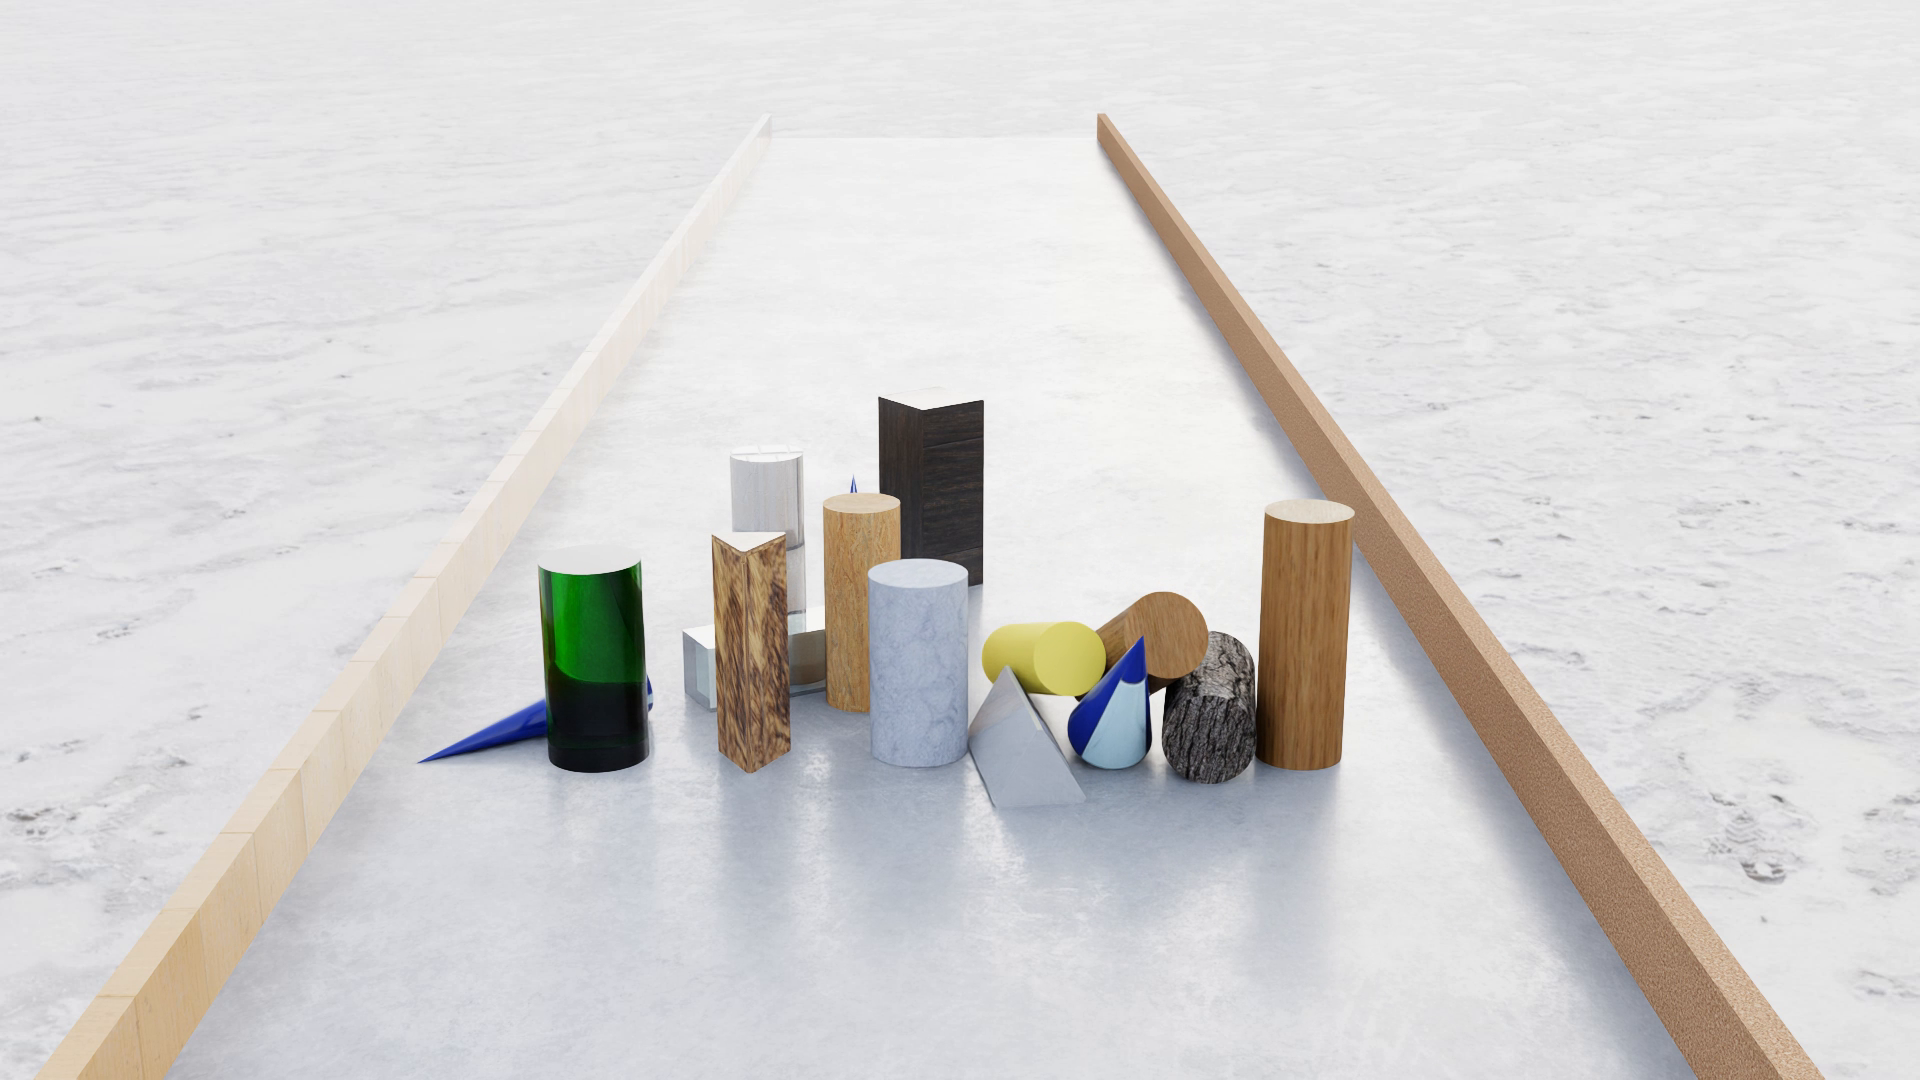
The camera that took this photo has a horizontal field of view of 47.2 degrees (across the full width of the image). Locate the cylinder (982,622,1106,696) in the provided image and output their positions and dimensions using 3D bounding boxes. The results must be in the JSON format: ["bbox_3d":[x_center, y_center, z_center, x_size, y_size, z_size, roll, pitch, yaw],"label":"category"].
[{"bbox_3d":[0.149,0.218,4.049,0.132,0.132,0.394,-4,-2,-13],"label":"cylinder"}]

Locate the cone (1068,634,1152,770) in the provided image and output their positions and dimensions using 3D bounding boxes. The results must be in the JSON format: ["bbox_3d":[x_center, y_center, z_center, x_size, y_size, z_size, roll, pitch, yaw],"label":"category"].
[{"bbox_3d":[0.284,0.247,3.753,0.154,0.354,0.154,3,58,-5],"label":"cone"}]

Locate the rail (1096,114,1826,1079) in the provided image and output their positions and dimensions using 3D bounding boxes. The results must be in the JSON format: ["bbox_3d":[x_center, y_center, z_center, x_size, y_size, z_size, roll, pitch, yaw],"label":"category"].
[{"bbox_3d":[0.932,-0.844,7.801,0.050,0.150,12.000,0,17,-1],"label":"rail"}]

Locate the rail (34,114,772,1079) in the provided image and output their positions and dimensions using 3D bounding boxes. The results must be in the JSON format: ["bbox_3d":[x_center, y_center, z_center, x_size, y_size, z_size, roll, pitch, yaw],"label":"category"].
[{"bbox_3d":[-1.118,-0.838,7.780,0.050,0.150,12.000,0,17,-1],"label":"rail"}]

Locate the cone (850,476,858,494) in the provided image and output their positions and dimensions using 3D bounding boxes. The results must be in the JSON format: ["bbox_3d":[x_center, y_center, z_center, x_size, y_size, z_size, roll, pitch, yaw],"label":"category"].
[{"bbox_3d":[-0.224,0.006,4.668,0.116,0.308,0.116,0,17,0],"label":"cone"}]

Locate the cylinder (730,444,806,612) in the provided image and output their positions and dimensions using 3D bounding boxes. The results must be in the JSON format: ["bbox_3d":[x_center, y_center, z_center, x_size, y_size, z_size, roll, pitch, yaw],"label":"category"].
[{"bbox_3d":[-0.380,0.032,4.372,0.145,0.425,0.145,0,17,0],"label":"cylinder"}]

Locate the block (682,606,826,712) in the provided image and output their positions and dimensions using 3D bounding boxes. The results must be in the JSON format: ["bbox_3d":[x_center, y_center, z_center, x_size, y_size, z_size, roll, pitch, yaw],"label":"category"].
[{"bbox_3d":[-0.339,0.223,4.255,0.370,0.127,0.127,-9,19,-28],"label":"block"}]

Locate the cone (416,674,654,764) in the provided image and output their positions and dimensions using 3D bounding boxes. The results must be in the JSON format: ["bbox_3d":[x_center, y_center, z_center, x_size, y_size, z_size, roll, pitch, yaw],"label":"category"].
[{"bbox_3d":[-0.785,0.332,4.008,0.447,0.118,0.118,-20,24,-31],"label":"cone"}]

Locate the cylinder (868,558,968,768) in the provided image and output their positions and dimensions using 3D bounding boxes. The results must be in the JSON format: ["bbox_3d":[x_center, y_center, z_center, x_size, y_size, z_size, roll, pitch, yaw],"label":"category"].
[{"bbox_3d":[-0.074,0.217,3.912,0.176,0.331,0.176,0,16,0],"label":"cylinder"}]

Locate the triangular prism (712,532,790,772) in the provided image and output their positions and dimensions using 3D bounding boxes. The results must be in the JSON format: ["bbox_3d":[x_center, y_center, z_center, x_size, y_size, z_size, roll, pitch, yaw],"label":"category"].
[{"bbox_3d":[-0.353,0.190,3.874,0.111,0.407,0.128,-10,19,-29],"label":"triangular prism"}]

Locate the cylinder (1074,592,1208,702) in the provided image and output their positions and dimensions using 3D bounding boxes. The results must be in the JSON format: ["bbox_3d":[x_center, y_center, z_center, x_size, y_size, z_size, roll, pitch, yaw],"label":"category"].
[{"bbox_3d":[0.315,0.208,3.968,0.154,0.154,0.369,-4,-13,-14],"label":"cylinder"}]

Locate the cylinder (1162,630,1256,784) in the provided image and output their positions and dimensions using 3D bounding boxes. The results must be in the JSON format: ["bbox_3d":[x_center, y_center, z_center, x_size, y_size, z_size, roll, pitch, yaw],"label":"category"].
[{"bbox_3d":[0.449,0.295,3.946,0.164,0.164,0.342,2,17,7],"label":"cylinder"}]

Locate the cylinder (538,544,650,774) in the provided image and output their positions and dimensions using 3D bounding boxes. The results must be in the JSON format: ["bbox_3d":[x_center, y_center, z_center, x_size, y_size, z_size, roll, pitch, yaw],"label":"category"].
[{"bbox_3d":[-0.646,0.208,3.887,0.180,0.365,0.180,0,17,0],"label":"cylinder"}]

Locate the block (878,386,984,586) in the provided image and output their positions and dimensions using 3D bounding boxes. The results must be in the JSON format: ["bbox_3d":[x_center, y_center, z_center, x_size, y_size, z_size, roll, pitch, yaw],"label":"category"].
[{"bbox_3d":[-0.063,-0.109,4.856,0.165,0.420,0.165,-12,20,-35],"label":"block"}]

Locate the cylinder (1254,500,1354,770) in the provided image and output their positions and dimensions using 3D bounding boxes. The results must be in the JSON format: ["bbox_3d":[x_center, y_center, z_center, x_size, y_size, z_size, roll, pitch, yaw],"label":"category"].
[{"bbox_3d":[0.605,0.166,3.873,0.155,0.452,0.155,0,17,0],"label":"cylinder"}]

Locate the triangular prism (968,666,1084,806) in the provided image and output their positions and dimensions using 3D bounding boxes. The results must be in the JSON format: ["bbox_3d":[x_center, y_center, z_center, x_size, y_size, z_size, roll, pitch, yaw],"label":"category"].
[{"bbox_3d":[0.110,0.336,3.848,0.155,0.135,0.320,-3,17,-8],"label":"triangular prism"}]

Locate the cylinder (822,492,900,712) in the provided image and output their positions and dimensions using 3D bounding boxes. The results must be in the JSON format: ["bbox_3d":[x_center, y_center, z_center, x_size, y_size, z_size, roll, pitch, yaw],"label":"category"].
[{"bbox_3d":[-0.183,0.117,4.150,0.144,0.389,0.144,0,17,0],"label":"cylinder"}]
